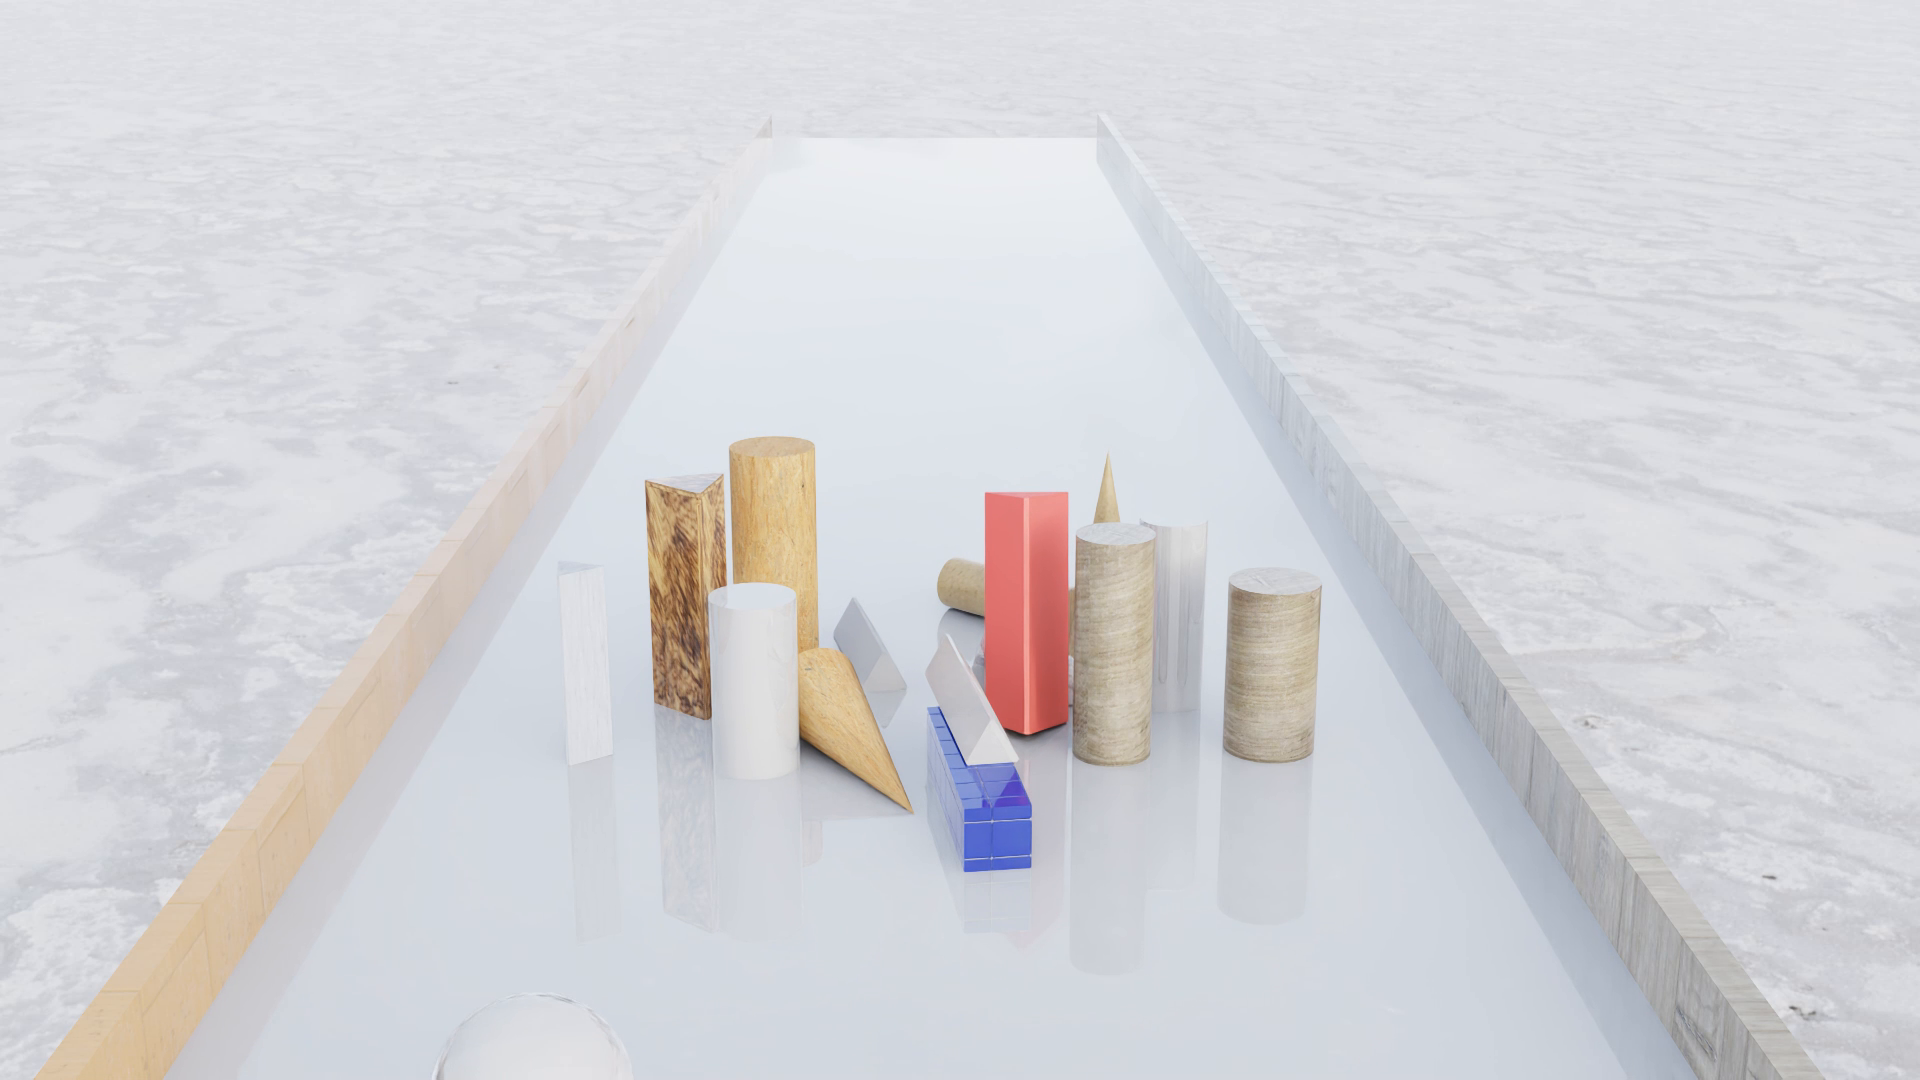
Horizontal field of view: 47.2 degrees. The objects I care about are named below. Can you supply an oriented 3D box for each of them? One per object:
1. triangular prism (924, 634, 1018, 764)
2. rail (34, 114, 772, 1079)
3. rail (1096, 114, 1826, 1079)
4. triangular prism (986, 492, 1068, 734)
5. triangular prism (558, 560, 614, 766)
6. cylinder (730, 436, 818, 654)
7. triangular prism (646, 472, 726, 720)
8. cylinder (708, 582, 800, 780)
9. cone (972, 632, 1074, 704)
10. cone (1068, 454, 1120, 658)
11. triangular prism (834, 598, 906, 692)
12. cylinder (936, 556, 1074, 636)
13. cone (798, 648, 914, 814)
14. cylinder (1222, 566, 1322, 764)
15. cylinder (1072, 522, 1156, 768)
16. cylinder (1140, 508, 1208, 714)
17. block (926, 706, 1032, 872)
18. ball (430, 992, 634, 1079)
[{"bbox_3d":[0.015,0.268,3.807,0.087,0.076,0.435,-3,17,-9],"label":"triangular prism"},{"bbox_3d":[-1.118,-0.838,7.780,0.050,0.150,12.000,0,17,-1],"label":"rail"},{"bbox_3d":[0.932,-0.844,7.801,0.050,0.150,12.000,0,17,-1],"label":"rail"},{"bbox_3d":[0.104,0.128,4.036,0.131,0.427,0.151,3,7,32],"label":"triangular prism"},{"bbox_3d":[-0.681,0.213,3.893,0.091,0.351,0.079,-13,21,-37],"label":"triangular prism"},{"bbox_3d":[-0.369,0.025,4.379,0.169,0.435,0.169,0,17,0],"label":"cylinder"},{"bbox_3d":[-0.486,0.098,4.127,0.146,0.439,0.126,14,22,39],"label":"triangular prism"},{"bbox_3d":[-0.360,0.246,3.852,0.153,0.312,0.153,0,17,0],"label":"cylinder"},{"bbox_3d":[0.207,0.269,4.171,0.340,0.176,0.176,19,21,12],"label":"cone"},{"bbox_3d":[0.291,0.029,4.371,0.158,0.432,0.158,0,17,0],"label":"cone"},{"bbox_3d":[-0.183,0.203,4.400,0.090,0.078,0.348,-4,17,-12],"label":"triangular prism"},{"bbox_3d":[0.112,0.121,4.626,0.334,0.110,0.110,14,22,40],"label":"cylinder"},{"bbox_3d":[-0.172,0.366,3.847,0.172,0.172,0.430,-8,30,-26],"label":"cone"},{"bbox_3d":[0.557,0.222,3.928,0.164,0.314,0.164,0,17,0],"label":"cylinder"},{"bbox_3d":[0.271,0.185,3.888,0.140,0.409,0.140,0,17,0],"label":"cylinder"},{"bbox_3d":[0.398,0.133,4.142,0.127,0.364,0.127,0,17,0],"label":"cylinder"},{"bbox_3d":[0.027,0.406,3.671,0.108,0.108,0.450,-2,17,-8],"label":"block"},{"bbox_3d":[-0.506,0.656,2.601,0.239,0.239,0.239,0,17,0],"label":"ball"}]
